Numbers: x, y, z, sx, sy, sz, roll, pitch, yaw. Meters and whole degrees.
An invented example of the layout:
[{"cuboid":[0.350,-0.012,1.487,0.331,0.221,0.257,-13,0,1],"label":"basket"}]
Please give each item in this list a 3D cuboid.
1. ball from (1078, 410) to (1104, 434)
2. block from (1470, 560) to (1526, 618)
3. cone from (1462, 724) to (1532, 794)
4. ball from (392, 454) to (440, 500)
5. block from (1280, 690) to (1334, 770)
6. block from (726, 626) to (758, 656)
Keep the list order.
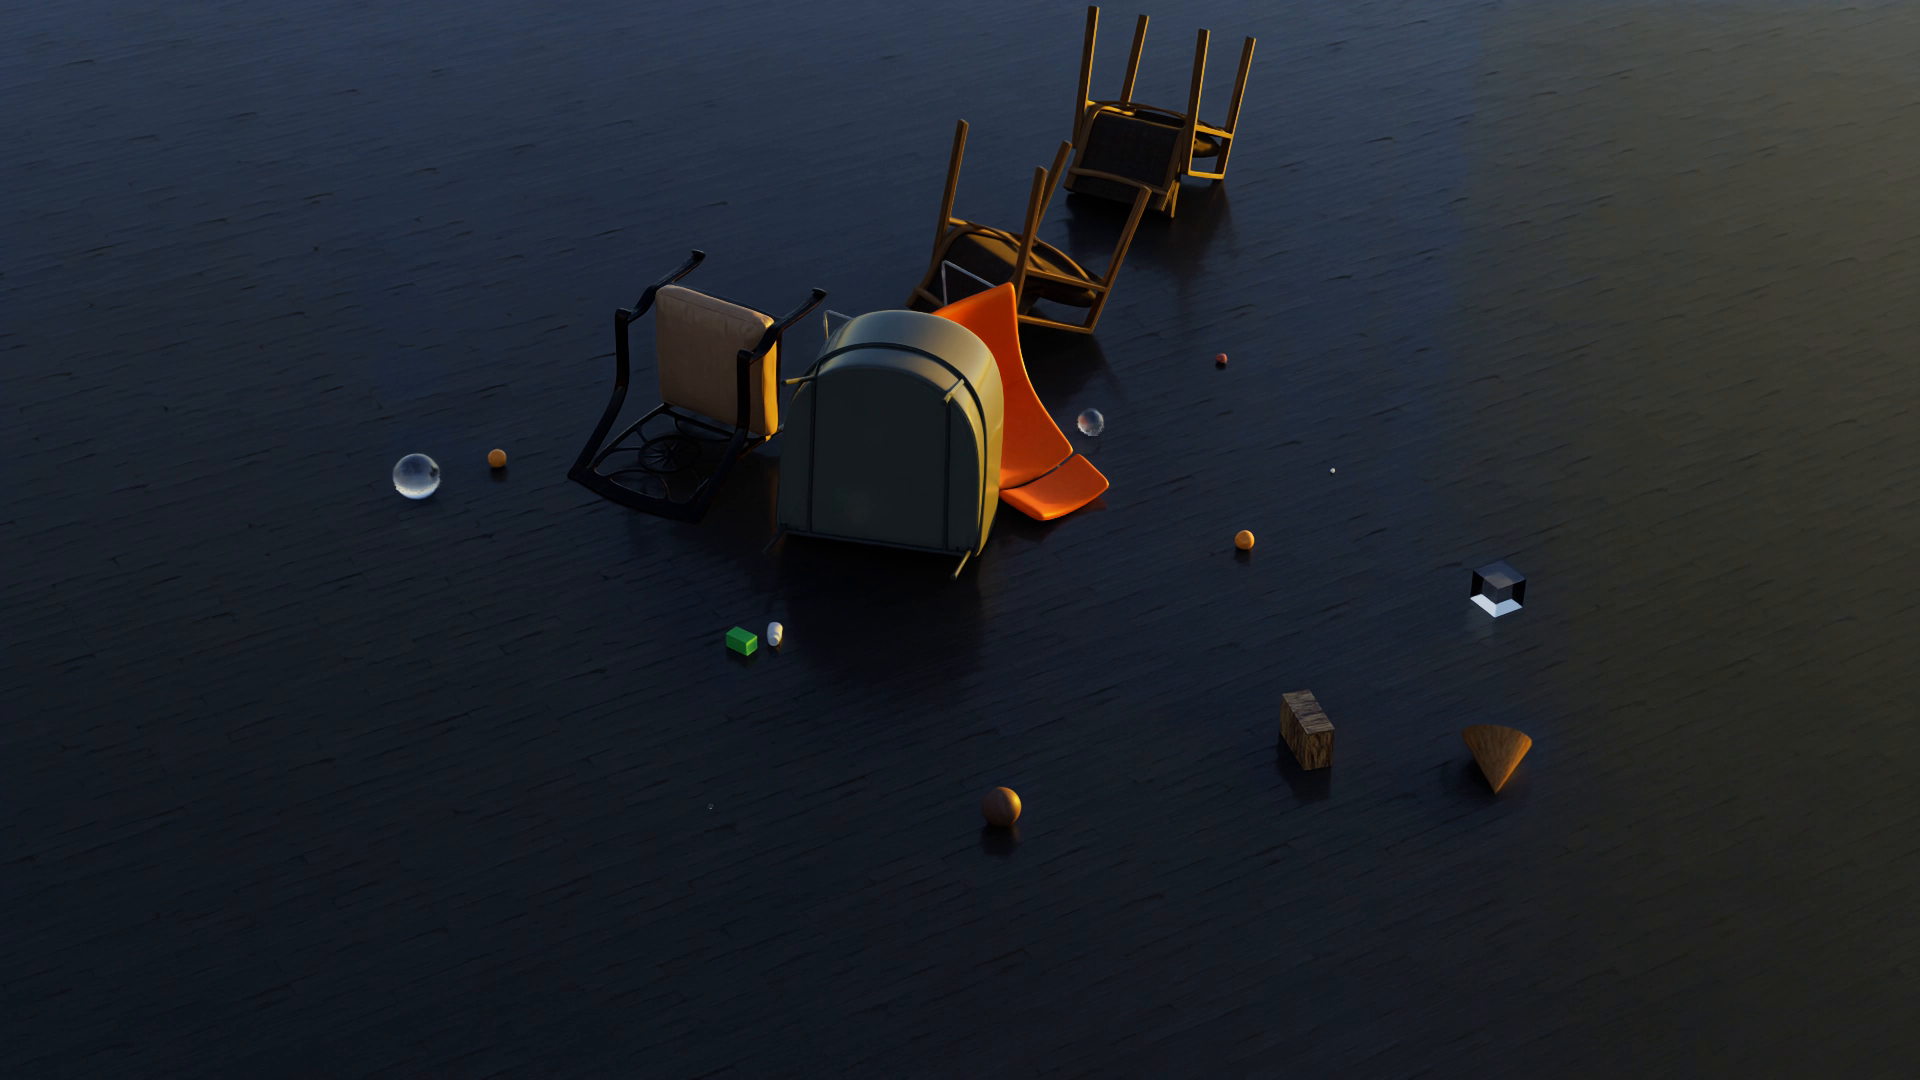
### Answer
[{"cuboid":[0.514,-0.464,11.558,0.099,0.099,0.099,0,33,0],"label":"ball"},{"cuboid":[1.939,0.176,10.566,0.128,0.122,0.141,-18,37,-25],"label":"block"},{"cuboid":[1.779,0.751,9.728,0.245,0.174,0.210,15,57,-11],"label":"cone"},{"cuboid":[-2.066,-0.241,11.149,0.177,0.177,0.177,0,33,0],"label":"ball"},{"cuboid":[1.163,0.637,9.838,0.098,0.154,0.231,-9,34,-13],"label":"block"},{"cuboid":[-0.771,0.357,10.354,0.097,0.055,0.058,23,40,31],"label":"block"}]
